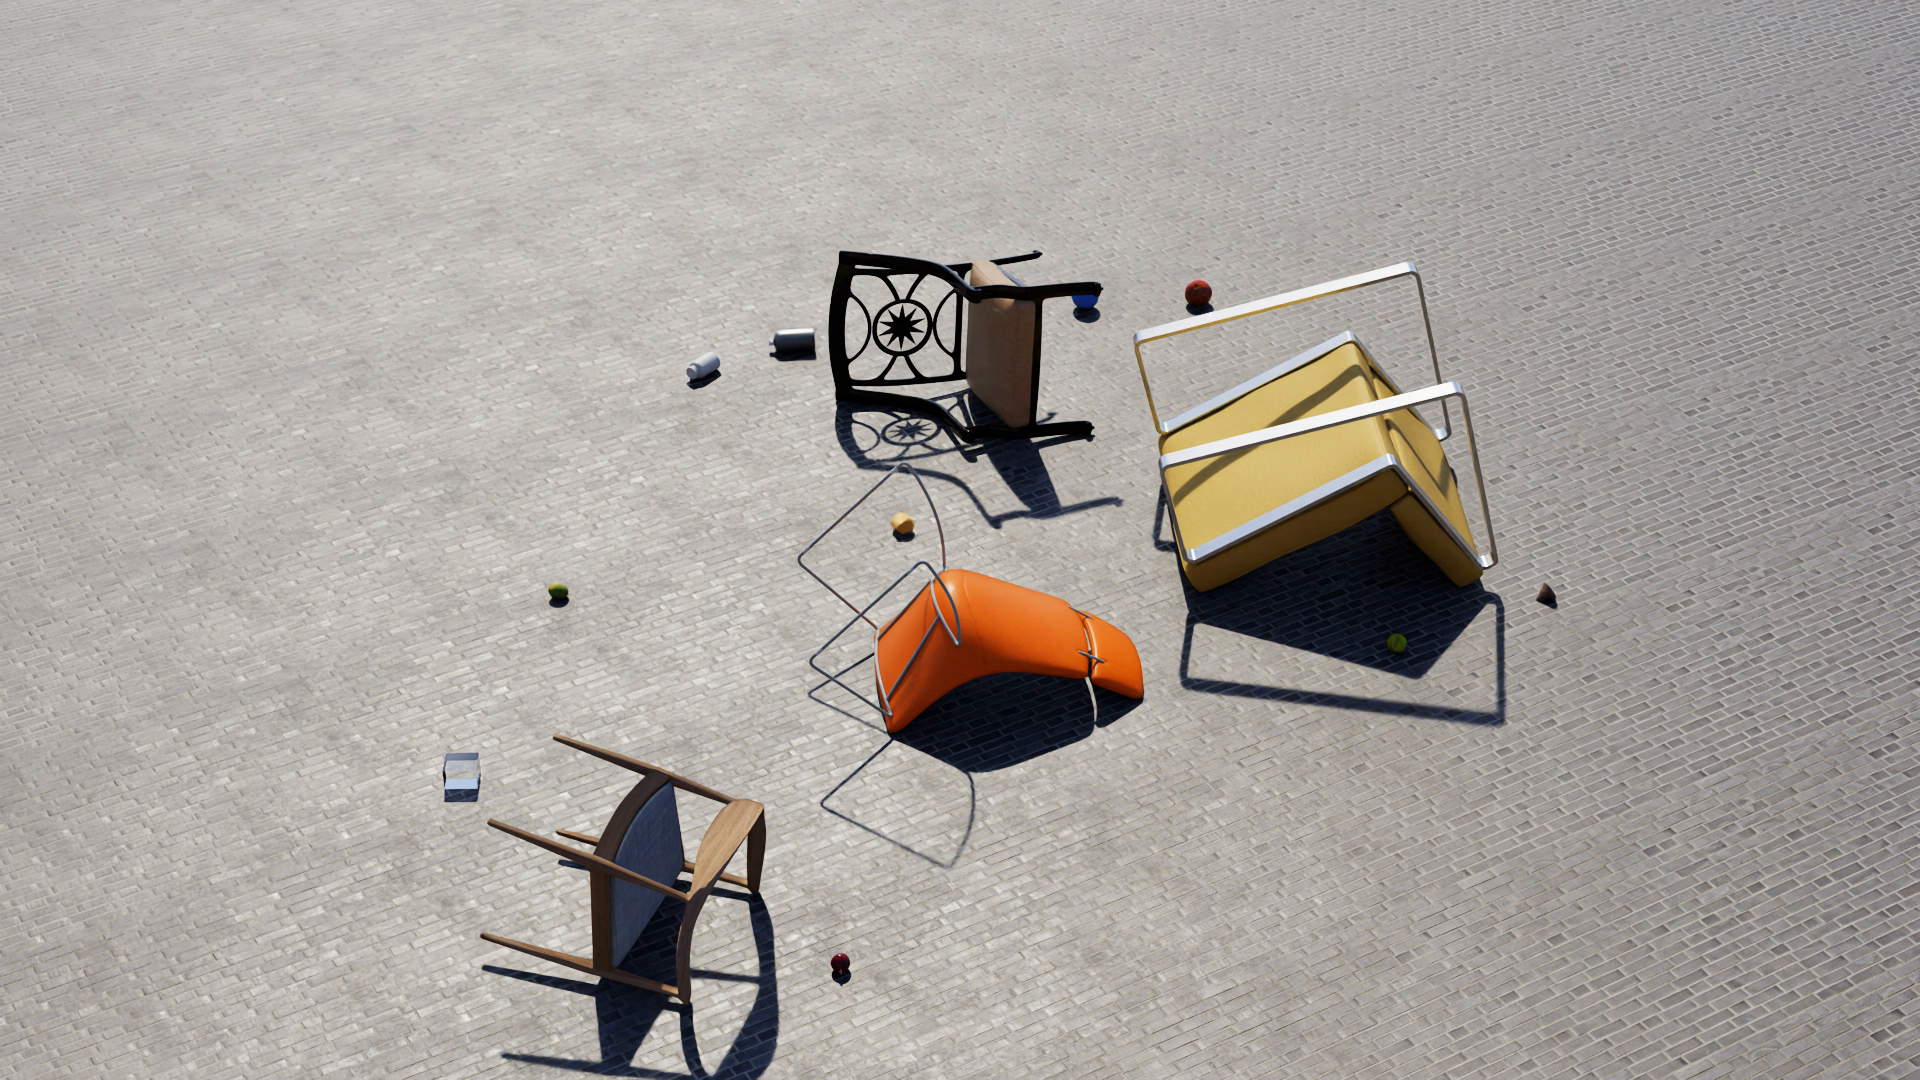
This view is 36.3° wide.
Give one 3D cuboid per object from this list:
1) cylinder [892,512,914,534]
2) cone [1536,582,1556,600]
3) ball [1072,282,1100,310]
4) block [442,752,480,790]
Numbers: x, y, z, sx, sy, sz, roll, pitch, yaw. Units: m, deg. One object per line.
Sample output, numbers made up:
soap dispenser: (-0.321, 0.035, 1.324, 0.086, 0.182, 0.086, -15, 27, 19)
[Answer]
cylinder: (-0.214, -0.063, 10.985, 0.074, 0.060, 0.050, -12, 35, -30)
cone: (2.109, 0.201, 10.613, 0.065, 0.066, 0.076, -36, 36, -2)
ball: (0.530, -1.035, 12.409, 0.116, 0.116, 0.116, 0, 33, 0)
block: (-1.651, 0.765, 9.717, 0.109, 0.074, 0.099, -1, 33, -1)
